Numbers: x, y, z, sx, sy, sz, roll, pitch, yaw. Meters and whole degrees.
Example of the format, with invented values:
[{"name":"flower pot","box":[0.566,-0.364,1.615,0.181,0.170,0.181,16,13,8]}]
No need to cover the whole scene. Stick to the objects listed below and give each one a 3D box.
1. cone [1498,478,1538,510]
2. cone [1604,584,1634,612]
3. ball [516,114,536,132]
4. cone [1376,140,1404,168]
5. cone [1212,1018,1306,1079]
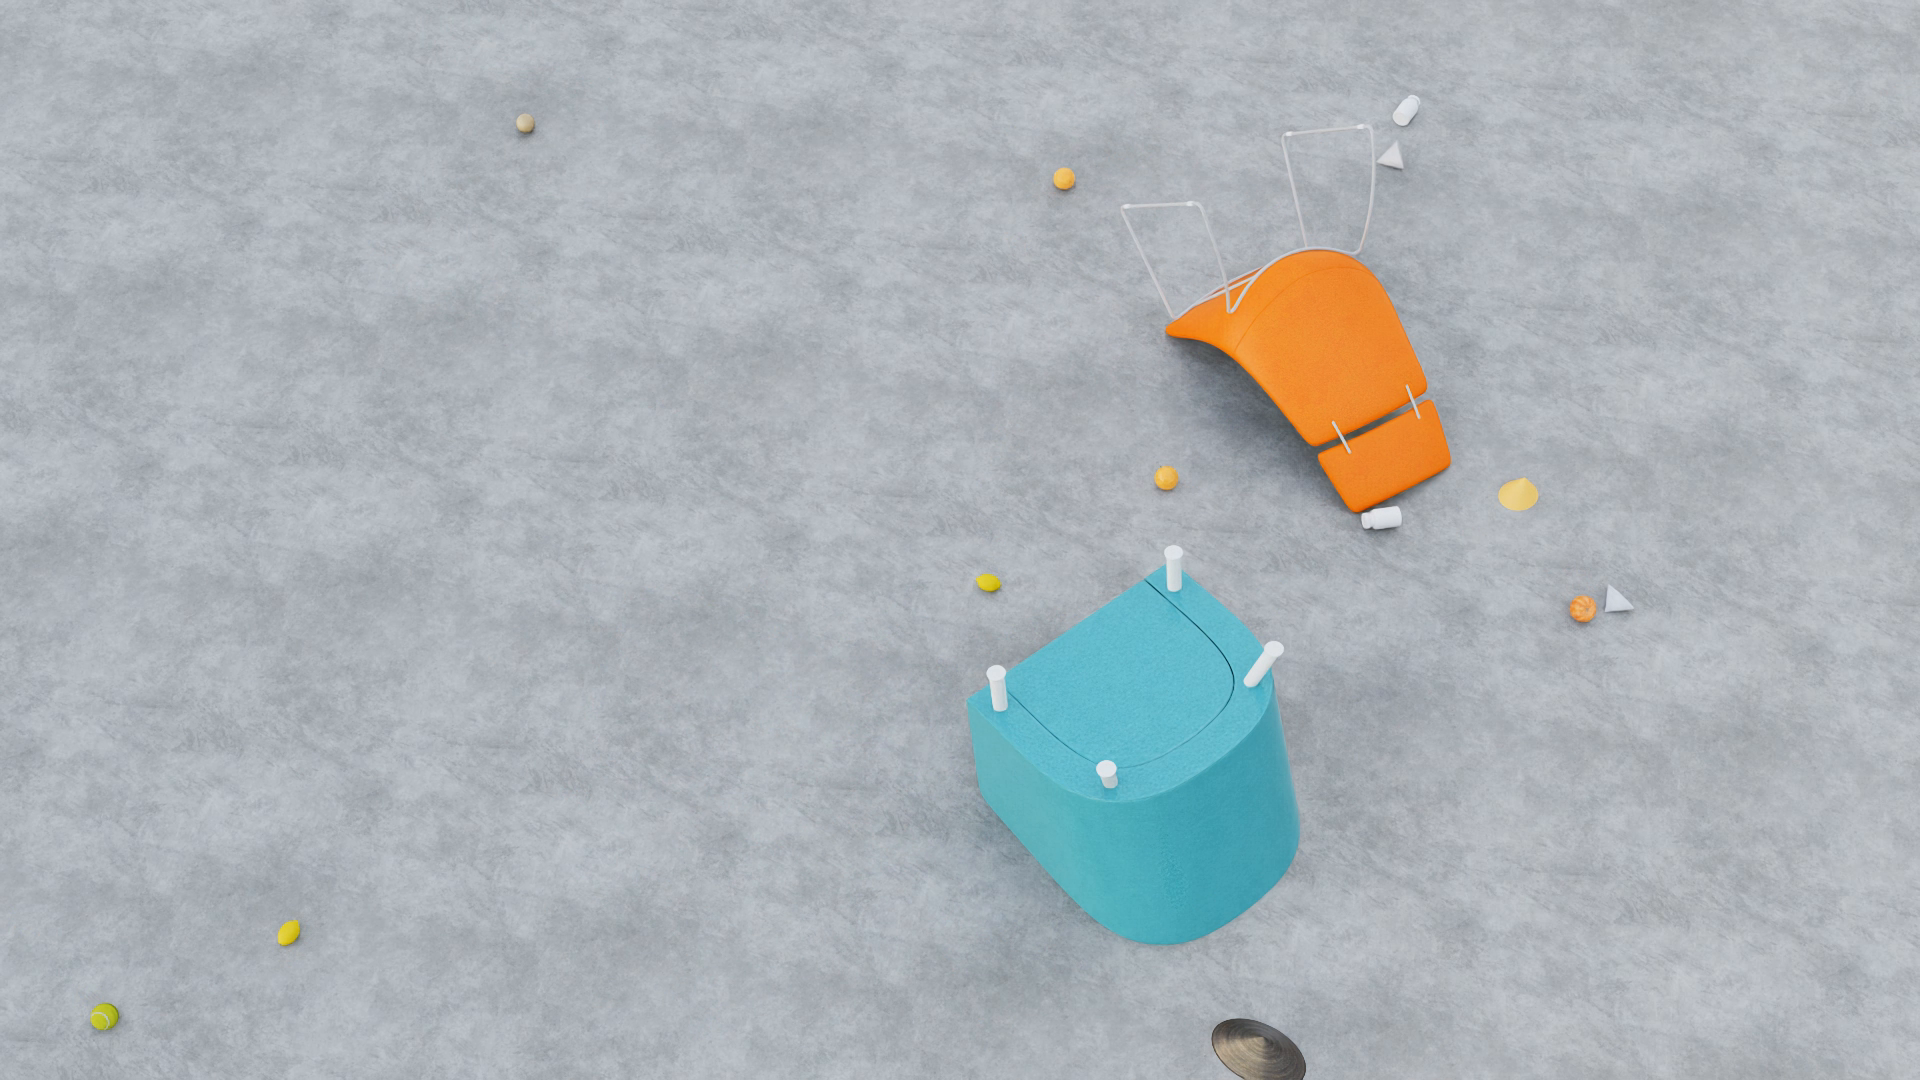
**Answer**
[{"name":"cone","box":[1.693,-0.162,6.626,0.128,0.094,0.109,-28,60,-17]},{"name":"cone","box":[1.910,0.188,6.431,0.065,0.058,0.107,-43,59,2]},{"name":"ball","box":[-1.479,-1.420,7.488,0.064,0.064,0.064,0,56,0]},{"name":"cone","box":[1.444,-1.287,7.417,0.087,0.072,0.107,-15,62,18]},{"name":"cone","box":[0.772,1.295,5.636,0.258,0.114,0.164,25,60,16]}]
